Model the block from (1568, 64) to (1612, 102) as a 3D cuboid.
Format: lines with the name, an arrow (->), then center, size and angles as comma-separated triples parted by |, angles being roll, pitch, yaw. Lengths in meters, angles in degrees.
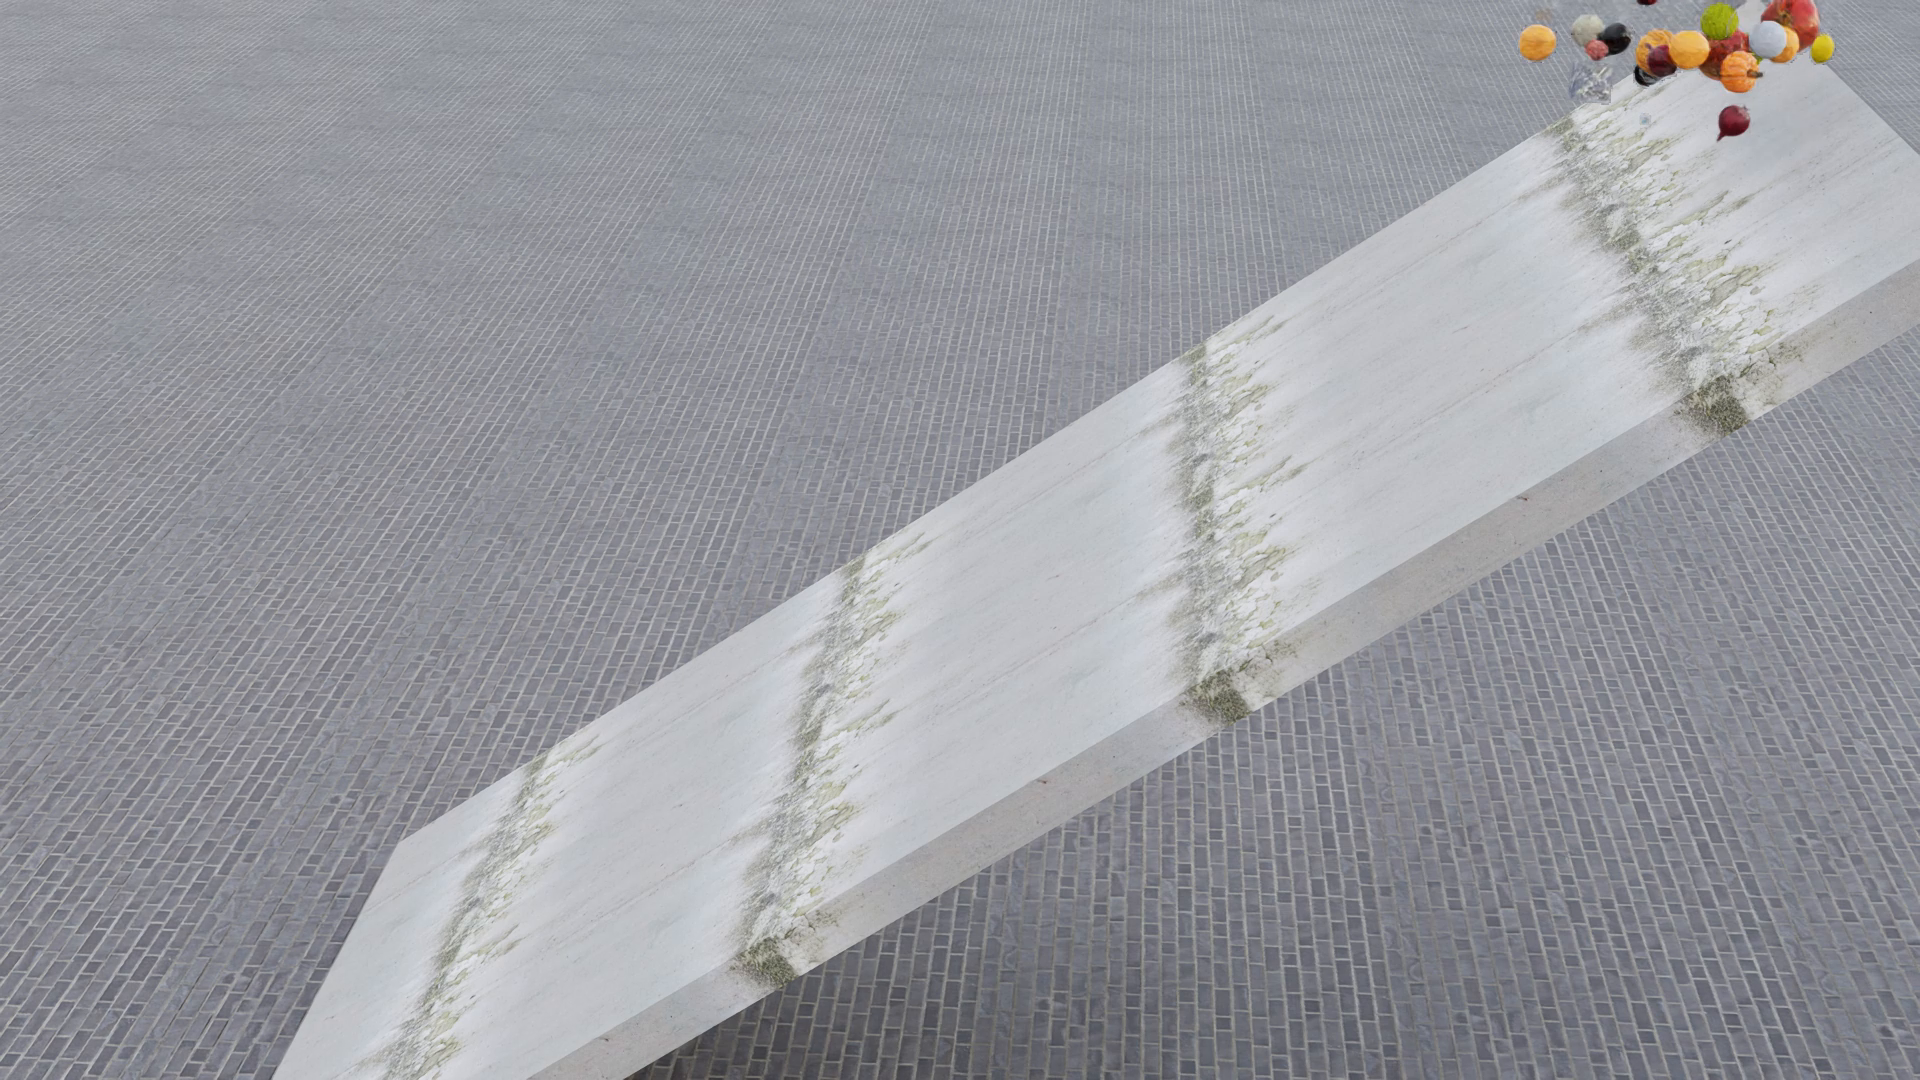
block -> 1.215, -0.882, 5.673 | 0.065, 0.065, 0.065 | 6, 11, 1

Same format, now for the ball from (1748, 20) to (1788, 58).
ball -> 1.563, -0.968, 5.690 | 0.073, 0.073, 0.073 | 0, 21, 0

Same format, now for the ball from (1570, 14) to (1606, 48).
ball -> 1.268, -1.028, 5.937 | 0.067, 0.067, 0.067 | 0, 21, 0

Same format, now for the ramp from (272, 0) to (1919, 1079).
ramp -> 0.137, 0.172, 6.302 | 4.000, 0.100, 2.000 | -32, 16, 15

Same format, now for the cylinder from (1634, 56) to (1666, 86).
cylinder -> 1.390, -0.944, 5.924 | 0.052, 0.052, 0.052 | 10, 21, 25
